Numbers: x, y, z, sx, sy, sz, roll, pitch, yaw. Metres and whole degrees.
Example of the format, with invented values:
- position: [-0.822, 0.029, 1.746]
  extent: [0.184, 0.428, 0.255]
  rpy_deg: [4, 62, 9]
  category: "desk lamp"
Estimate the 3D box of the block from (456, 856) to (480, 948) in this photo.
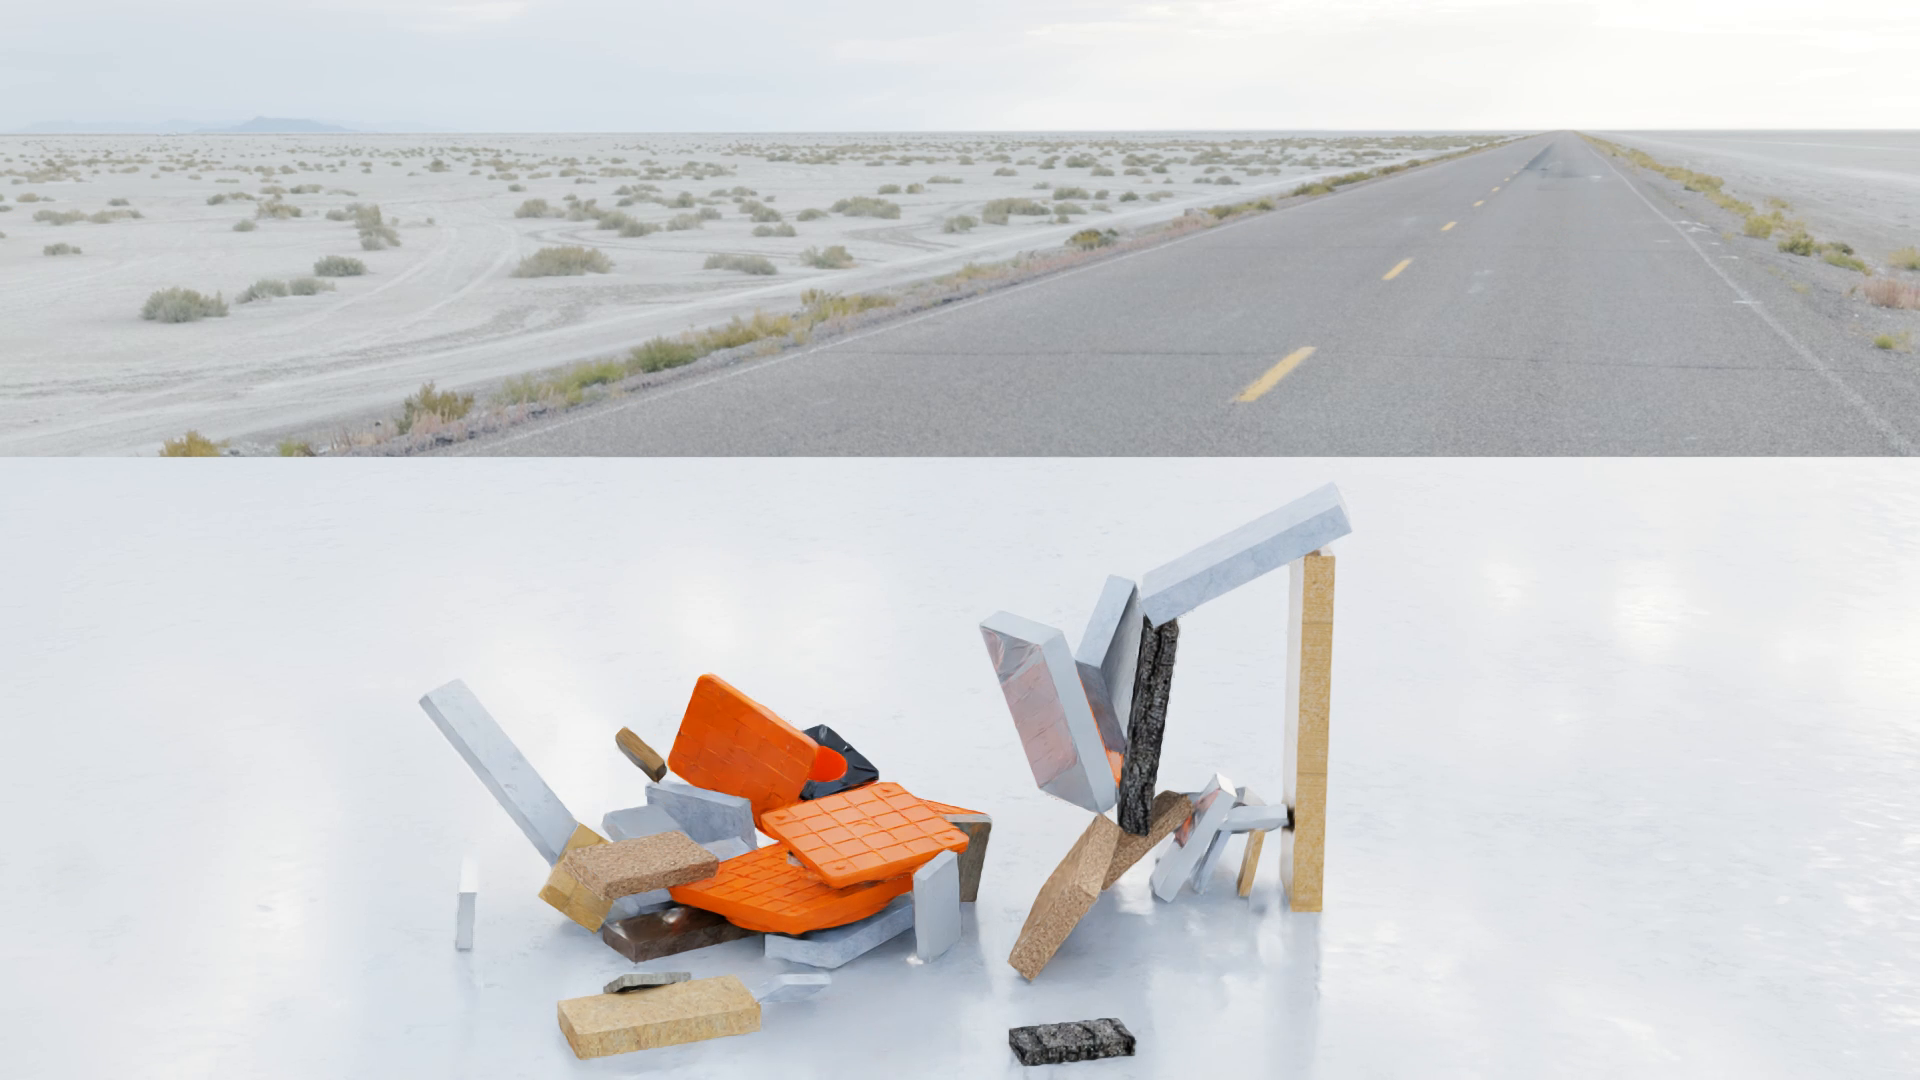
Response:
- position: [-0.782, 0.574, 3.490]
  extent: [0.026, 0.091, 0.182]
  rpy_deg: [4, 9, -12]
  category: "block"

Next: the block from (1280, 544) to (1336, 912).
- position: [0.570, 0.299, 3.617]
  extent: [0.050, 0.590, 0.176]
  rpy_deg: [1, 11, 2]
  category: "block"

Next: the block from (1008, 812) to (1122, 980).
- position: [0.167, 0.551, 3.430]
  extent: [0.047, 0.167, 0.334]
  rpy_deg: [36, 15, 3]
  category: "block"

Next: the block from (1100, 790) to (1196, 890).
- position: [0.294, 0.502, 3.693]
  extent: [0.209, 0.030, 0.104]
  rpy_deg: [-40, 9, -12]
  category: "block"

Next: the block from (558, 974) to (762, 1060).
- position: [-0.426, 0.674, 3.115]
  extent: [0.261, 0.037, 0.131]
  rpy_deg: [-4, 11, -22]
  category: "block"

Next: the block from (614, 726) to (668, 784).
- position: [-0.549, 0.371, 3.787]
  extent: [0.091, 0.026, 0.182]
  rpy_deg: [41, -14, 4]
  category: "block"

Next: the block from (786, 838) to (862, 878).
- position: [-0.213, 0.497, 3.439]
  extent: [0.114, 0.016, 0.057]
  rpy_deg: [11, 19, -3]
  category: "block"

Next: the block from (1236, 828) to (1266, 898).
- position: [0.485, 0.531, 3.664]
  extent: [0.016, 0.115, 0.058]
  rpy_deg: [13, 8, 0]
  category: "block"

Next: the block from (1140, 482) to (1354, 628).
- position: [0.464, 0.022, 3.579]
  extent: [0.352, 0.050, 0.176]
  rpy_deg: [-27, 9, 12]
  category: "block"

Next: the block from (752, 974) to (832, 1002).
- position: [-0.241, 0.641, 3.152]
  extent: [0.057, 0.016, 0.114]
  rpy_deg: [-34, -25, 23]
  category: "block"

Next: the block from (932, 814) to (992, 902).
- position: [-0.002, 0.520, 3.591]
  extent: [0.080, 0.160, 0.023]
  rpy_deg: [2, 28, -15]
  category: "block"

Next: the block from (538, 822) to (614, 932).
- position: [-0.607, 0.547, 3.576]
  extent: [0.108, 0.031, 0.217]
  rpy_deg: [35, 18, -7]
  category: "block"

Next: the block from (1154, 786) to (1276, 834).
- position: [0.444, 0.480, 3.863]
  extent: [0.209, 0.030, 0.104]
  rpy_deg: [-12, -42, 42]
  category: "block"

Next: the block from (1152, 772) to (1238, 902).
- position: [0.387, 0.493, 3.651]
  extent: [0.030, 0.209, 0.104]
  rpy_deg: [30, 8, -3]
  category: "block"

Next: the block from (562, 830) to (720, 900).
- position: [-0.500, 0.509, 3.451]
  extent: [0.221, 0.031, 0.111]
  rpy_deg: [-5, 23, -46]
  category: "block"

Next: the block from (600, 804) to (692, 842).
- position: [-0.505, 0.525, 3.728]
  extent: [0.108, 0.031, 0.217]
  rpy_deg: [-5, 30, -41]
  category: "block"

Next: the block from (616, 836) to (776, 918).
- position: [-0.446, 0.555, 3.615]
  extent: [0.272, 0.031, 0.111]
  rpy_deg: [-6, 36, -42]
  category: "block"

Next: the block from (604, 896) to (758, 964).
- position: [-0.439, 0.613, 3.463]
  extent: [0.217, 0.031, 0.108]
  rpy_deg: [-7, 13, -34]
  category: "block"

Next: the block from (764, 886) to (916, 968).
- position: [-0.176, 0.606, 3.461]
  extent: [0.131, 0.037, 0.261]
  rpy_deg: [3, 11, 32]
  category: "block"

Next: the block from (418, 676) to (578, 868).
- position: [-0.740, 0.415, 3.685]
  extent: [0.026, 0.429, 0.091]
  rpy_deg: [-43, -6, 29]
  category: "block"

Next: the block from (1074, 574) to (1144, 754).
- position: [0.279, 0.223, 3.826]
  extent: [0.047, 0.167, 0.393]
  rpy_deg: [16, -23, 20]
  category: "block"

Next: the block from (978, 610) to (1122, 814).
- position: [0.148, 0.283, 3.601]
  extent: [0.047, 0.334, 0.167]
  rpy_deg: [-33, 28, -27]
  category: "block"

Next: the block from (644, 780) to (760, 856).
- position: [-0.455, 0.494, 3.874]
  extent: [0.221, 0.111, 0.031]
  rpy_deg: [7, 25, 35]
  category: "block"

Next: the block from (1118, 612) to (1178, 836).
- position: [0.311, 0.294, 3.657]
  extent: [0.050, 0.352, 0.176]
  rpy_deg: [8, 14, 2]
  category: "block"

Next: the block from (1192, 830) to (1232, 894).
- position: [0.420, 0.529, 3.667]
  extent: [0.016, 0.115, 0.058]
  rpy_deg: [25, 7, 2]
  category: "block"

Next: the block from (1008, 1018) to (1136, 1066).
- position: [0.155, 0.694, 3.044]
  extent: [0.160, 0.023, 0.080]
  rpy_deg: [-3, 11, -14]
  category: "block"

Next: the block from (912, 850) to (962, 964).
- position: [-0.035, 0.559, 3.352]
  extent: [0.023, 0.160, 0.080]
  rpy_deg: [19, 36, 33]
  category: "block"

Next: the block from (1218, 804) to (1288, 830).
- position: [0.484, 0.460, 3.644]
  extent: [0.115, 0.016, 0.058]
  rpy_deg: [-4, 15, 6]
  category: "block"

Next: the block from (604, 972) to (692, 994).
- position: [-0.453, 0.645, 3.189]
  extent: [0.114, 0.016, 0.057]
  rpy_deg: [6, -30, -41]
  category: "block"
